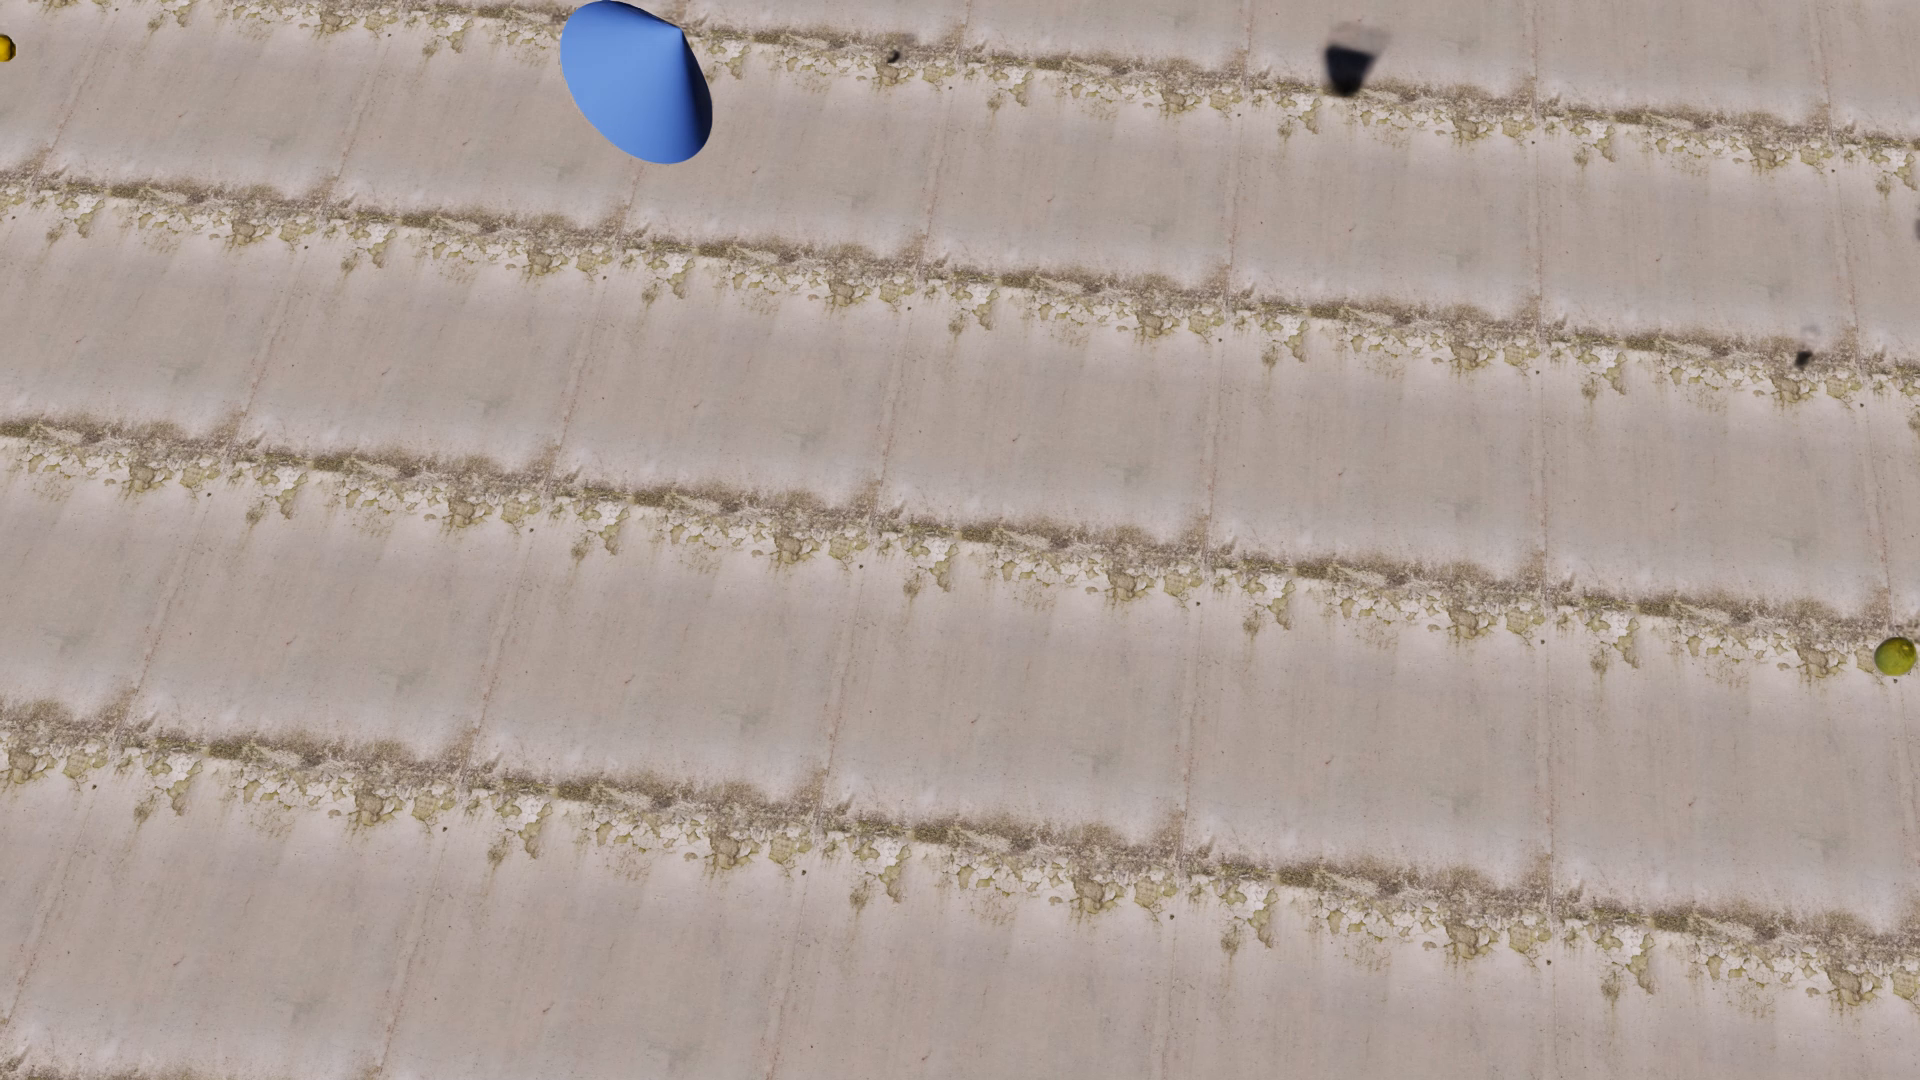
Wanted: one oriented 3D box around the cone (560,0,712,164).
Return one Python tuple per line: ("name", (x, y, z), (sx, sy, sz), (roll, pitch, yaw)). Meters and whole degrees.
("cone", (-0.351, -0.564, 2.565), (0.161, 0.191, 0.220), (-43, 100, -22))
